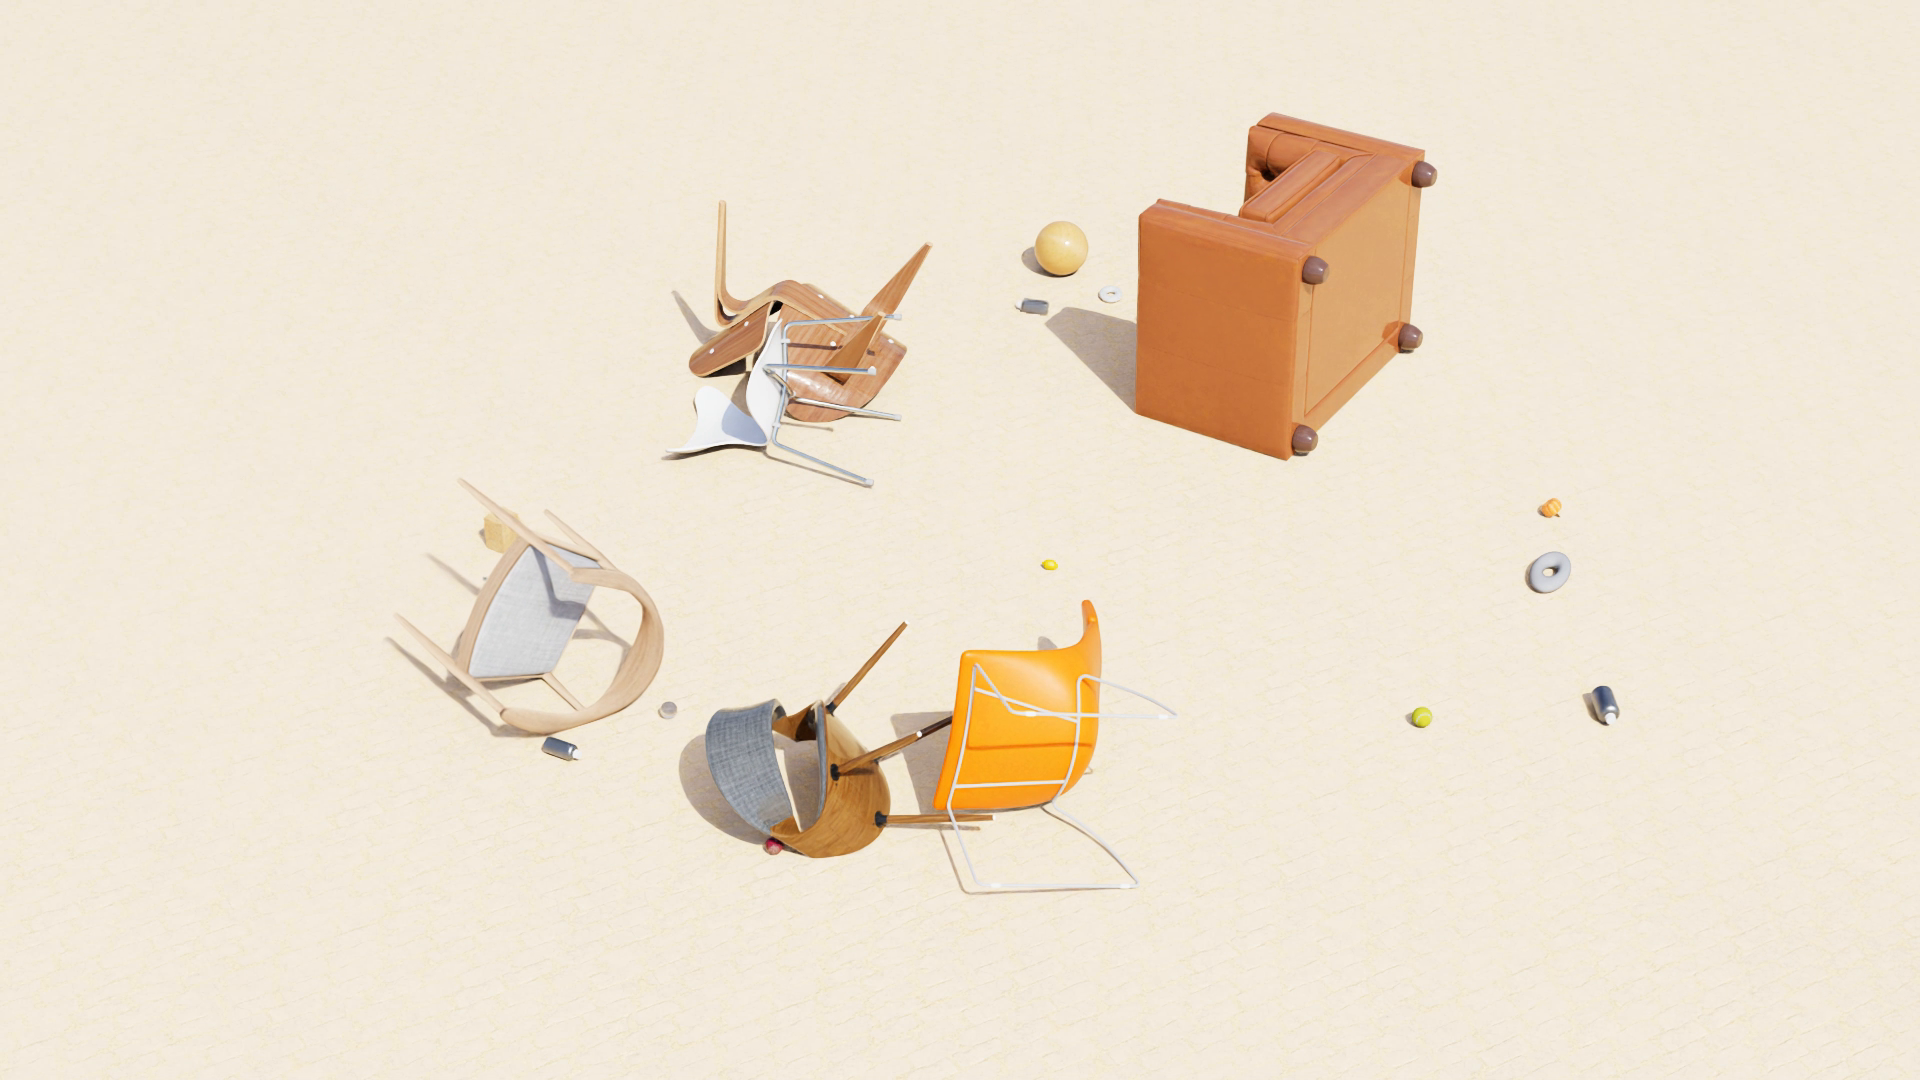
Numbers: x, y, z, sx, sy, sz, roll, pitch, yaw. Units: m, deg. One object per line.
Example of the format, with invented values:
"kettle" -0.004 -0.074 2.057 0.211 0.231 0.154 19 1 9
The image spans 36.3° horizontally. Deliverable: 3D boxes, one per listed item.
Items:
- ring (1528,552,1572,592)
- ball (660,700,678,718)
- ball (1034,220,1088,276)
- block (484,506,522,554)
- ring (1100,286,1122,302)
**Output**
"ring" 2.159 0.116 10.725 0.142 0.048 0.259 15 37 20
"ball" -0.993 0.580 10.009 0.060 0.060 0.060 0 33 0
"ball" 0.437 -1.259 12.643 0.234 0.234 0.234 0 33 0
"block" -1.697 -0.034 10.874 0.088 0.134 0.093 20 38 28
"ring" 0.644 -1.050 12.514 0.102 0.026 0.137 3 33 3
